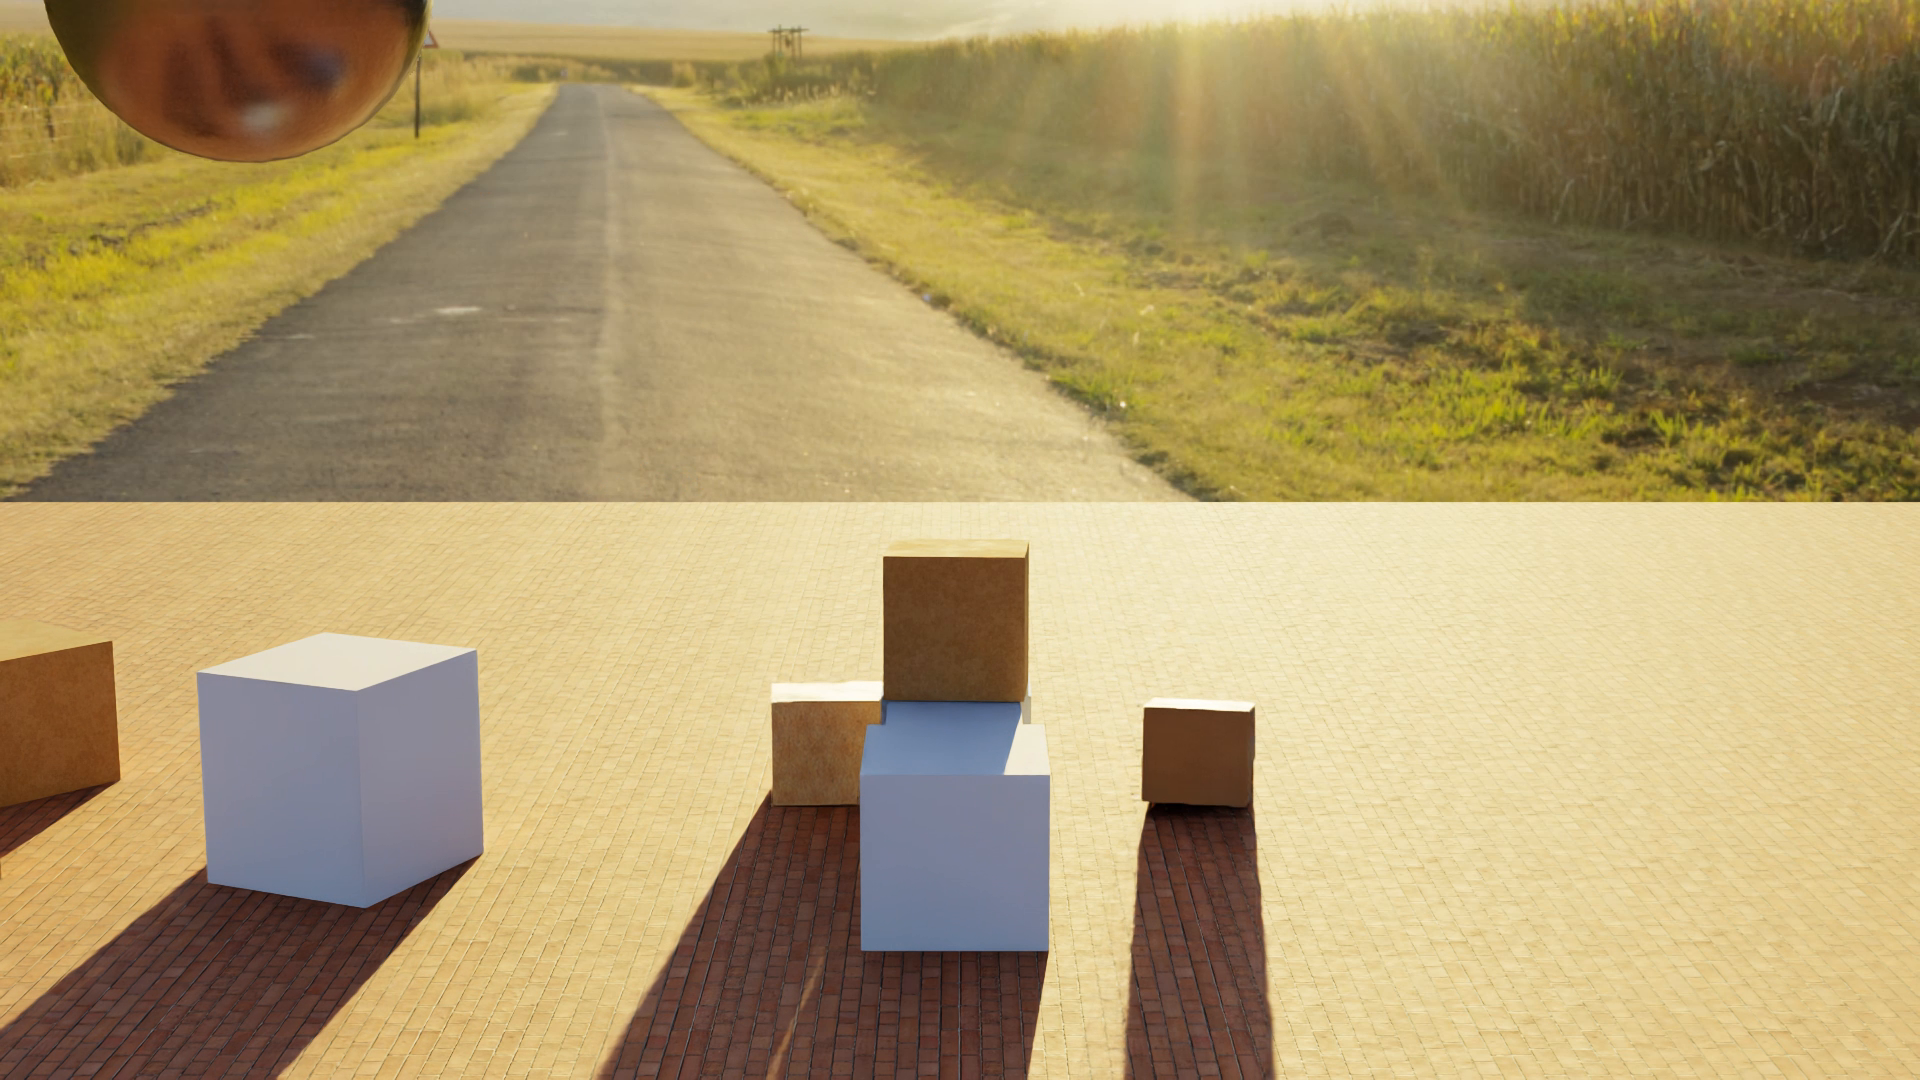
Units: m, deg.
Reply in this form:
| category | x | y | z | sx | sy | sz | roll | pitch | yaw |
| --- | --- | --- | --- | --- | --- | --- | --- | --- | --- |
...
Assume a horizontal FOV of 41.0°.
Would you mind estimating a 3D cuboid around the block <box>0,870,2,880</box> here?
| category | x | y | z | sx | sy | sz | roll | pitch | yaw |
| --- | --- | --- | --- | --- | --- | --- | --- | --- | --- |
| block | -4.633 | 1.219 | 11.257 | 0.626 | 0.575 | 0.507 | -9 | 14 | -41 |

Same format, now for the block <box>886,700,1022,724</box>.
| category | x | y | z | sx | sy | sz | roll | pitch | yaw |
| --- | --- | --- | --- | --- | --- | --- | --- | --- | --- |
| block | -0.026 | 1.108 | 11.437 | 0.593 | 0.728 | 0.594 | 0 | 10 | 0 |

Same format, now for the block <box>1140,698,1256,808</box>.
| category | x | y | z | sx | sy | sz | roll | pitch | yaw |
| --- | --- | --- | --- | --- | --- | --- | --- | --- | --- |
| block | 1.163 | 1.028 | 12.464 | 0.504 | 0.459 | 0.440 | 2 | 2 | 11 |

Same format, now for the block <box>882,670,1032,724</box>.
| category | x | y | z | sx | sy | sz | roll | pitch | yaw |
| --- | --- | --- | --- | --- | --- | --- | --- | --- | --- |
| block | -0.015 | 0.998 | 12.085 | 0.683 | 0.713 | 0.699 | 0 | 10 | 0 |

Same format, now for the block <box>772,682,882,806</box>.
| category | x | y | z | sx | sy | sz | roll | pitch | yaw |
| --- | --- | --- | --- | --- | --- | --- | --- | --- | --- |
| block | -0.647 | 0.995 | 12.593 | 0.544 | 0.508 | 0.502 | -1 | 7 | -4 |

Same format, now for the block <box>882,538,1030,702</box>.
| category | x | y | z | sx | sy | sz | roll | pitch | yaw |
| --- | --- | --- | --- | --- | --- | --- | --- | --- | --- |
| block | -0.011 | 0.358 | 11.723 | 0.632 | 0.654 | 0.562 | 0 | 8 | 3 |

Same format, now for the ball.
| category | x | y | z | sx | sy | sz | roll | pitch | yaw |
| --- | --- | --- | --- | --- | --- | --- | --- | --- | --- |
| ball | -3.014 | -2.385 | 10.747 | 1.600 | 1.600 | 1.600 | 0 | 10 | 0 |

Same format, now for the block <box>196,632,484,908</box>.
| category | x | y | z | sx | sy | sz | roll | pitch | yaw |
| --- | --- | --- | --- | --- | --- | --- | --- | --- | --- |
| block | -2.739 | 0.999 | 11.411 | 0.850 | 0.952 | 0.872 | 5 | 11 | 24 |

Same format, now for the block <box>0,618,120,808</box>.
| category | x | y | z | sx | sy | sz | roll | pitch | yaw |
| --- | --- | --- | --- | --- | --- | --- | --- | --- | --- |
| block | -4.777 | 0.858 | 12.838 | 0.813 | 0.718 | 0.742 | 9 | 13 | 39 |

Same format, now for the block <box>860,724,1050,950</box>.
| category | x | y | z | sx | sy | sz | roll | pitch | yaw |
| --- | --- | --- | --- | --- | --- | --- | --- | --- | --- |
| block | -0.019 | 1.231 | 10.733 | 0.763 | 0.738 | 0.806 | 0 | 10 | 0 |
